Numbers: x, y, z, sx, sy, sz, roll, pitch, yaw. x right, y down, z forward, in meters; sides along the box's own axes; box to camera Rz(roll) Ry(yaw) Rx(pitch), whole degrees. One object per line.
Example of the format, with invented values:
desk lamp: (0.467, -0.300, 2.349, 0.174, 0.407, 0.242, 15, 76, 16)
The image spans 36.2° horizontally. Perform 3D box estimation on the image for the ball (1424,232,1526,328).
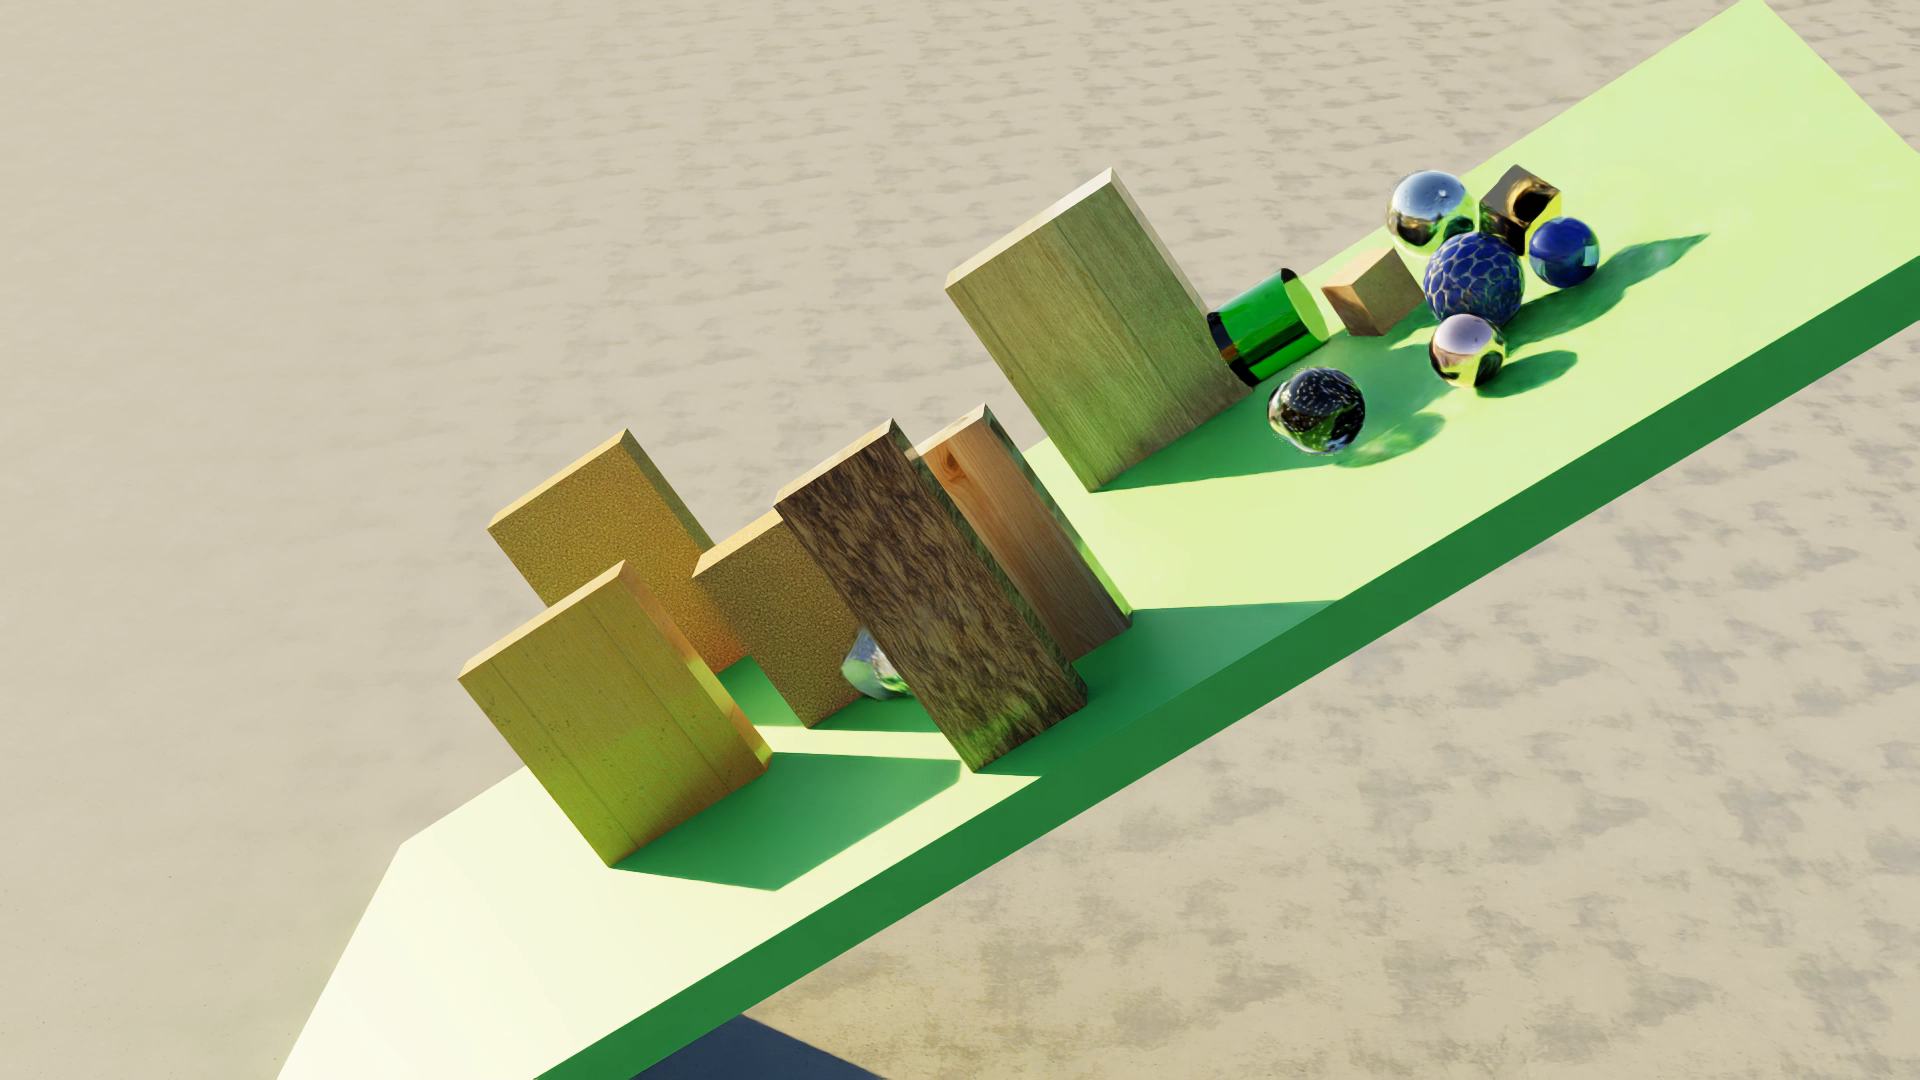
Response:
ball: (1.022, -0.512, 5.844, 0.202, 0.202, 0.202, 0, 21, 0)

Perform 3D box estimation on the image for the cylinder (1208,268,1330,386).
cylinder: (0.678, -0.468, 6.467, 0.192, 0.192, 0.192, -30, 11, 22)

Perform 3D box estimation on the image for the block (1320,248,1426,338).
block: (0.888, -0.532, 6.325, 0.134, 0.134, 0.134, -40, 16, -16)

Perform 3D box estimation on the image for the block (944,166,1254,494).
block: (0.312, -0.462, 6.534, 0.438, 0.572, 0.132, -32, 16, 15)

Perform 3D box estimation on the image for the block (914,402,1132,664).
block: (0.013, 0.063, 5.728, 0.435, 0.514, 0.085, -32, 16, 15)

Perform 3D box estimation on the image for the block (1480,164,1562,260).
block: (1.116, -0.653, 5.858, 0.113, 0.113, 0.113, 37, 73, 25)

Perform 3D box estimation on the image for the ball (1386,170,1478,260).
ball: (1.030, -0.709, 6.424, 0.197, 0.197, 0.197, 0, 21, 0)

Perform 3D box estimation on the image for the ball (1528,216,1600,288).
ball: (1.185, -0.564, 5.766, 0.140, 0.140, 0.140, 0, 21, 0)

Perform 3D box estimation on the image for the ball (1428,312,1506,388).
ball: (0.969, -0.363, 5.624, 0.145, 0.145, 0.145, 0, 21, 0)

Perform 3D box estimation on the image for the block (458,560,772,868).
block: (-0.744, 0.381, 6.371, 0.435, 0.541, 0.097, -32, 16, 15)

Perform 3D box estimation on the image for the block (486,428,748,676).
block: (-0.804, 0.091, 7.219, 0.408, 0.617, 0.106, -32, 16, 15)

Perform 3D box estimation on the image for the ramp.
ramp: (0.137, 0.173, 6.303, 4.000, 0.100, 2.000, -32, 16, 15)

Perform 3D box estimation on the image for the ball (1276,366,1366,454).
ball: (0.712, -0.256, 5.807, 0.175, 0.175, 0.175, 0, 21, 0)

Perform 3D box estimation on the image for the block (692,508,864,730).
block: (-0.308, 0.136, 6.375, 0.344, 0.426, 0.134, -32, 16, 15)

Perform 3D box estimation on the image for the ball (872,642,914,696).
ball: (-0.105, 0.245, 6.079, 0.156, 0.156, 0.156, 0, 21, 0)

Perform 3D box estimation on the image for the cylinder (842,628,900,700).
cylinder: (-0.158, 0.243, 6.225, 0.138, 0.138, 0.138, 11, 56, 27)

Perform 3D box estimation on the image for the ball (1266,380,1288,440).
ball: (0.688, -0.262, 5.961, 0.132, 0.132, 0.132, 0, 21, 0)

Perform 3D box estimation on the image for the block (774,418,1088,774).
block: (-0.050, 0.108, 5.477, 0.260, 0.646, 0.082, -32, 16, 15)
